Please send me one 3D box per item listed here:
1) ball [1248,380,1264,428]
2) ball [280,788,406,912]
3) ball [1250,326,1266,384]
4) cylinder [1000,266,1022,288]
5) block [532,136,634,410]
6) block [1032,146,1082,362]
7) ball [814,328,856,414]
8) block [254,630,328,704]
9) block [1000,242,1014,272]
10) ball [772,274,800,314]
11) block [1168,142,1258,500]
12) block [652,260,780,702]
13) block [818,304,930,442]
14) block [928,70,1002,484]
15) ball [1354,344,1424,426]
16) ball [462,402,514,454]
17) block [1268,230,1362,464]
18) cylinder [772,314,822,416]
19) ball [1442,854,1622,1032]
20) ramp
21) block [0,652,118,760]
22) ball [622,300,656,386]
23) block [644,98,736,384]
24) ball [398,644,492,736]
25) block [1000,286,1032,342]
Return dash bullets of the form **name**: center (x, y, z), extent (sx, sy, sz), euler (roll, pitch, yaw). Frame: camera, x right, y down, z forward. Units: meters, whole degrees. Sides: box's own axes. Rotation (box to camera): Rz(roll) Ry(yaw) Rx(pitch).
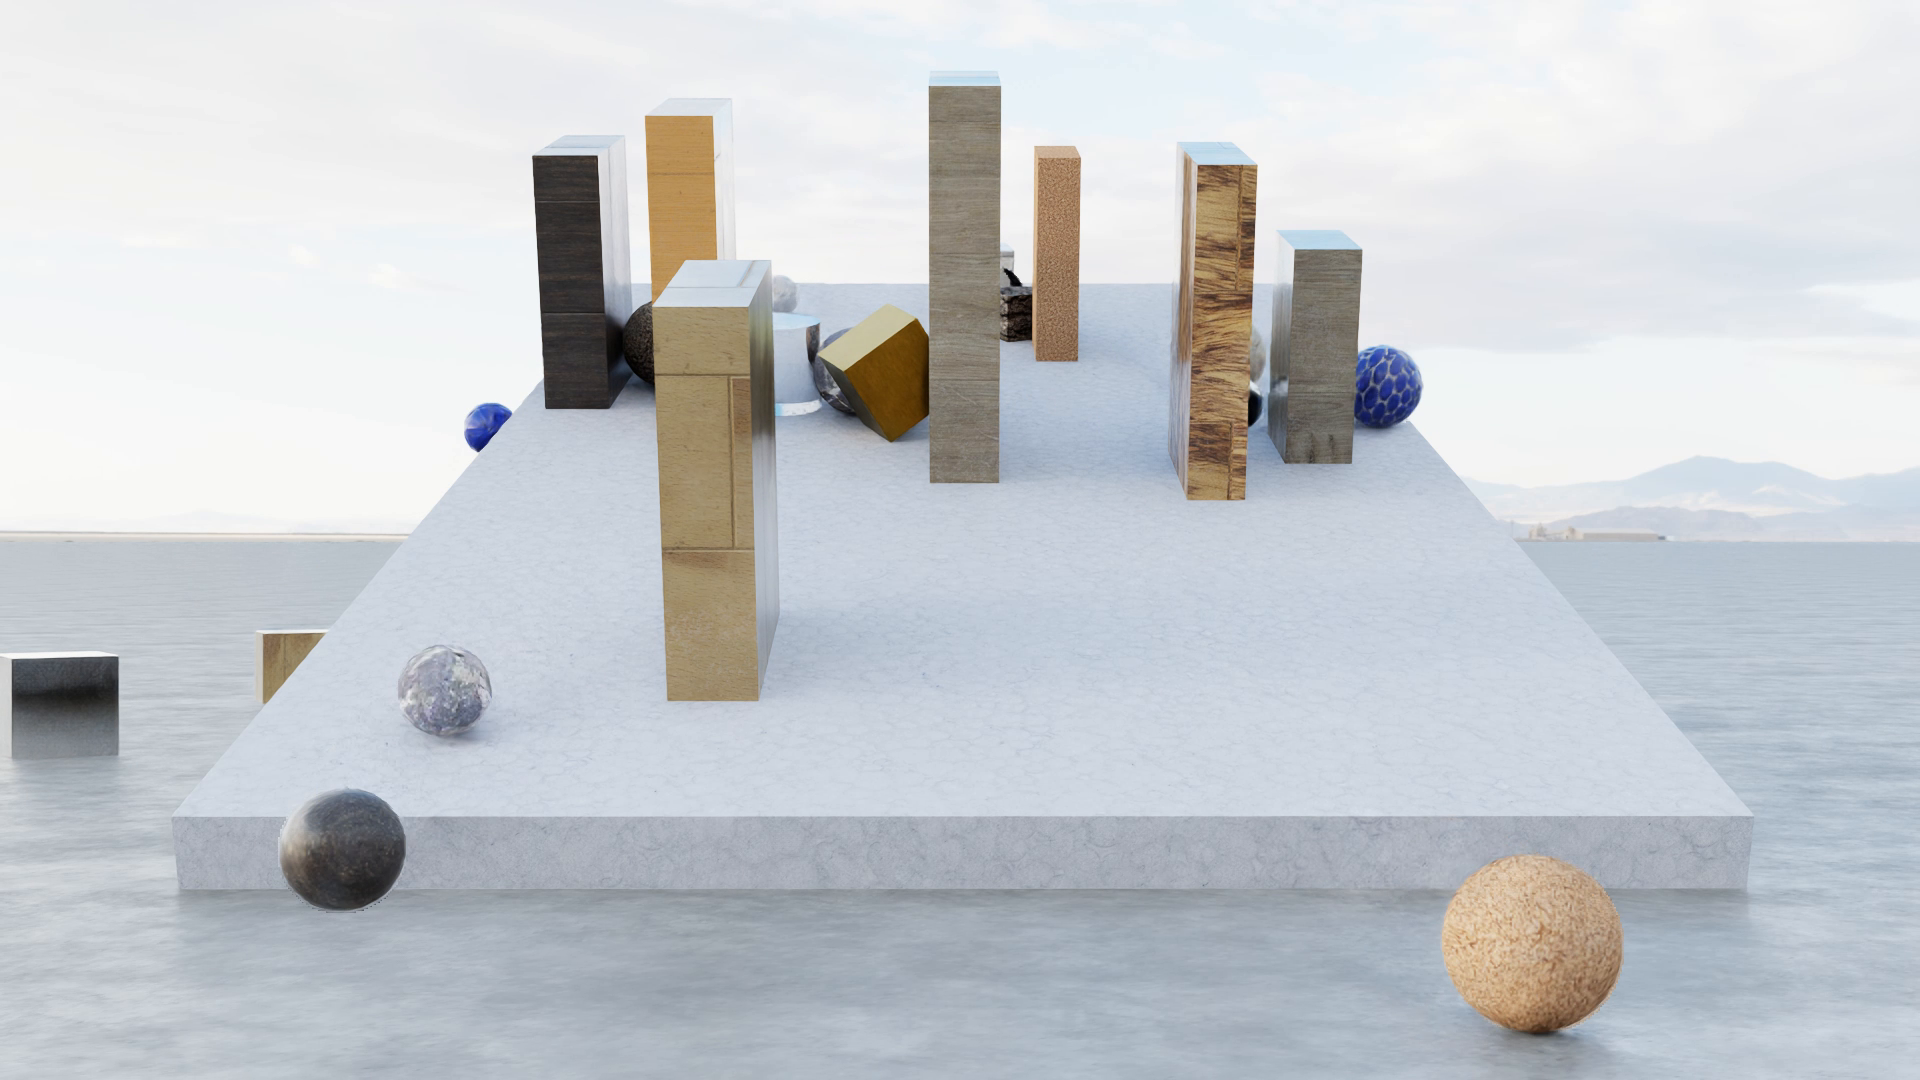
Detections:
- **ball**: center (0.600, -0.296, 4.798), extent (0.117, 0.117, 0.117), euler (0, 0, 0)
- **ball**: center (-0.714, 0.358, 2.560), extent (0.142, 0.142, 0.142), euler (0, 0, 0)
- **ball**: center (0.606, -0.422, 5.087), extent (0.197, 0.197, 0.197), euler (0, 0, 0)
- **cylinder**: center (0.067, -0.674, 6.010), extent (0.164, 0.164, 0.164), euler (0, 15, -20)
- **block**: center (-0.866, -0.629, 5.125), extent (0.145, 0.570, 0.425), euler (0, 16, 0)
- **block**: center (0.242, -0.727, 5.582), extent (0.105, 0.504, 0.276), euler (0, 16, 0)
- **ball**: center (-0.230, -0.377, 4.934), extent (0.195, 0.195, 0.195), euler (0, 0, 0)
- **block**: center (-1.812, 0.344, 6.025), extent (0.189, 0.189, 0.189), euler (0, 0, -24)
- **block**: center (0.068, -0.759, 6.317), extent (0.155, 0.155, 0.155), euler (-2, 16, -7)
- **ball**: center (-0.499, -0.674, 6.095), extent (0.115, 0.115, 0.115), euler (0, 0, 0)
- **block**: center (0.492, -0.439, 4.353), extent (0.111, 0.641, 0.397), euler (0, 16, 0)
- **block**: center (-0.357, -0.100, 3.303), extent (0.132, 0.575, 0.405), euler (0, 16, 0)
- **block**: center (-0.152, -0.361, 4.754), extent (0.192, 0.192, 0.192), euler (-37, 25, -8)
- **block**: center (0.008, -0.535, 4.441), extent (0.138, 0.773, 0.366), euler (0, 16, 0)
- **ball**: center (0.920, -0.336, 4.827), extent (0.179, 0.179, 0.179), euler (0, 0, 0)
- **ball**: center (-1.142, -0.270, 5.385), extent (0.134, 0.134, 0.134), euler (0, 0, 0)
- **block**: center (0.734, -0.405, 4.594), extent (0.137, 0.440, 0.267), euler (0, 16, 0)
- **cylinder**: center (-0.412, -0.398, 5.002), extent (0.196, 0.196, 0.196), euler (0, 16, 0)
- **ball**: center (0.520, 0.367, 2.012), extent (0.159, 0.159, 0.159), euler (0, 0, 0)
- **ramp**: center (-0.002, -0.163, 4.726), extent (2.000, 0.100, 4.000), euler (0, 16, 0)
- **block**: center (-1.863, 0.339, 4.558), extent (0.205, 0.205, 0.205), euler (0, 0, -32)
- **ball**: center (-0.690, -0.464, 5.205), extent (0.209, 0.209, 0.209), euler (0, 0, 0)
- **block**: center (-0.580, -0.606, 4.848), extent (0.141, 0.681, 0.413), euler (0, 16, 0)
- **ball**: center (-0.711, 0.207, 3.049), extent (0.126, 0.126, 0.126), euler (0, 0, 0)
- **block**: center (0.152, -0.595, 5.815), extent (0.121, 0.121, 0.121), euler (-7, 18, -24)
